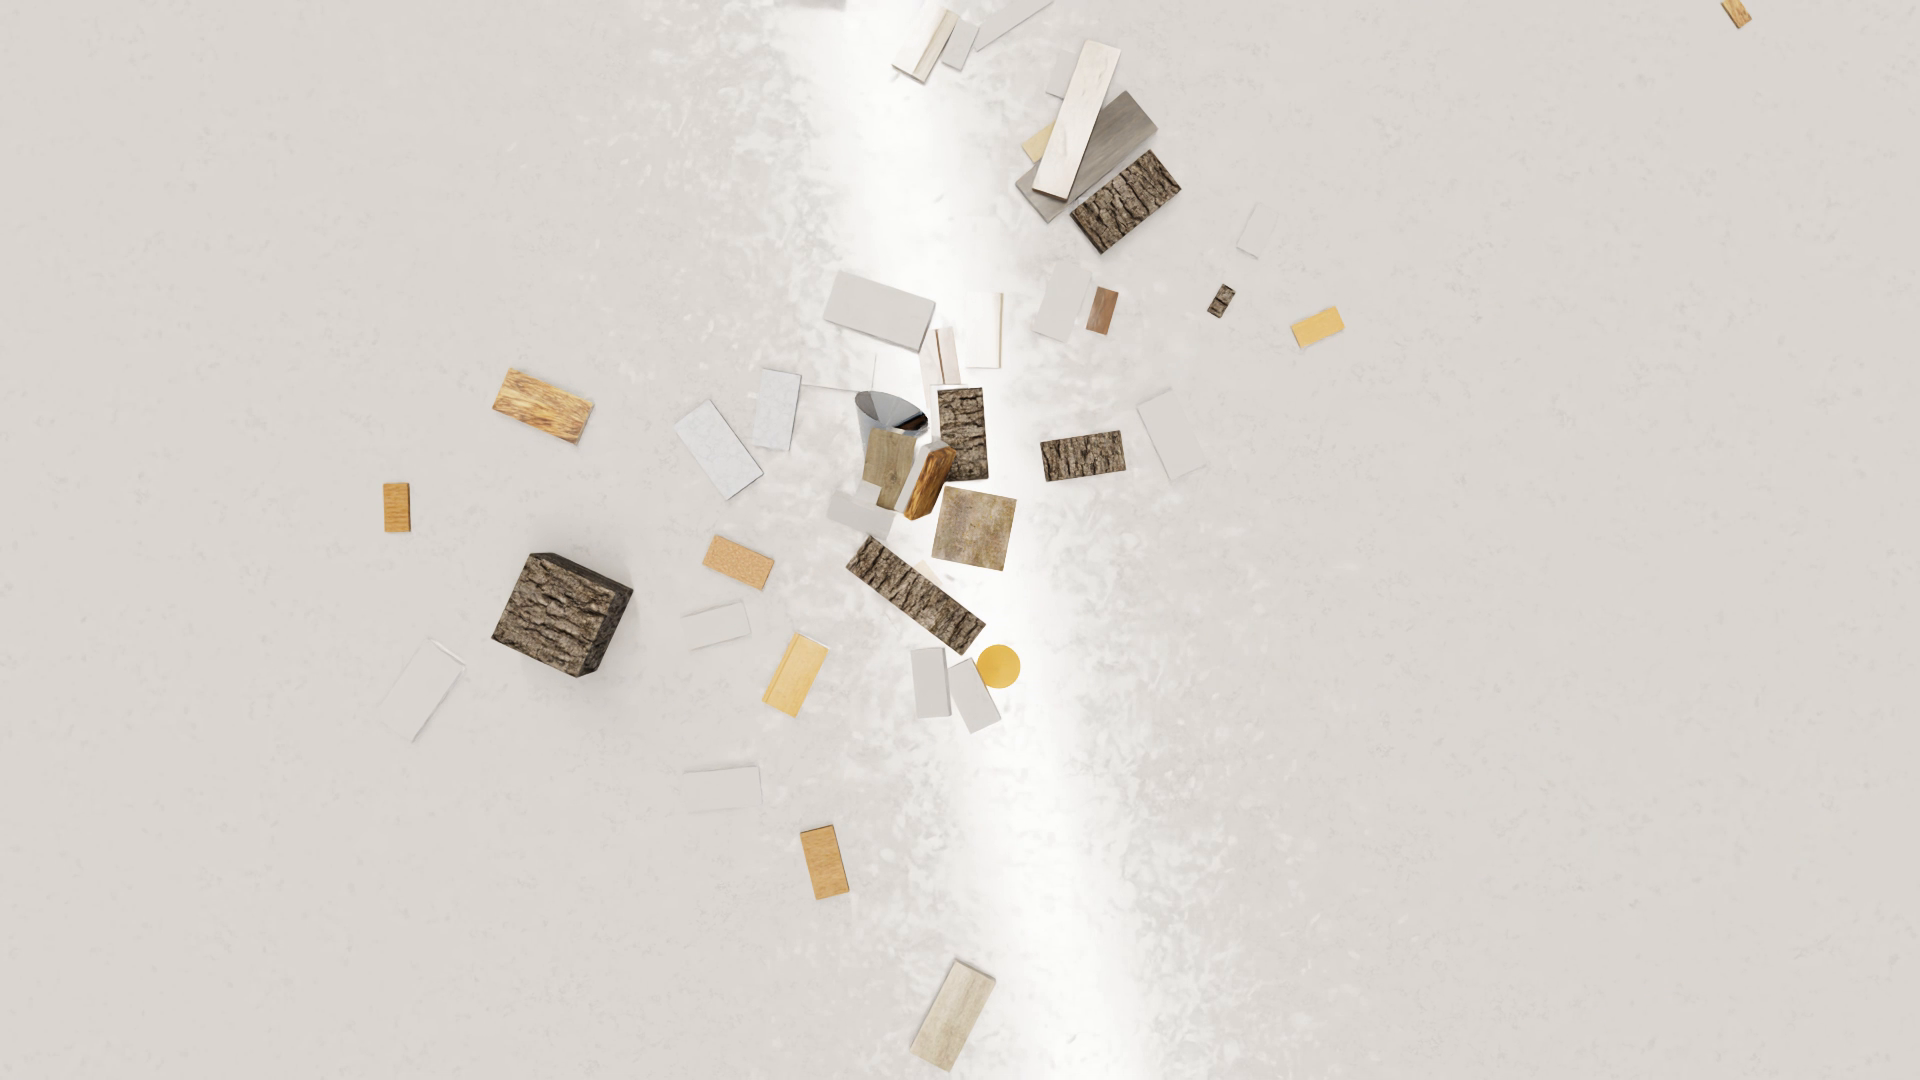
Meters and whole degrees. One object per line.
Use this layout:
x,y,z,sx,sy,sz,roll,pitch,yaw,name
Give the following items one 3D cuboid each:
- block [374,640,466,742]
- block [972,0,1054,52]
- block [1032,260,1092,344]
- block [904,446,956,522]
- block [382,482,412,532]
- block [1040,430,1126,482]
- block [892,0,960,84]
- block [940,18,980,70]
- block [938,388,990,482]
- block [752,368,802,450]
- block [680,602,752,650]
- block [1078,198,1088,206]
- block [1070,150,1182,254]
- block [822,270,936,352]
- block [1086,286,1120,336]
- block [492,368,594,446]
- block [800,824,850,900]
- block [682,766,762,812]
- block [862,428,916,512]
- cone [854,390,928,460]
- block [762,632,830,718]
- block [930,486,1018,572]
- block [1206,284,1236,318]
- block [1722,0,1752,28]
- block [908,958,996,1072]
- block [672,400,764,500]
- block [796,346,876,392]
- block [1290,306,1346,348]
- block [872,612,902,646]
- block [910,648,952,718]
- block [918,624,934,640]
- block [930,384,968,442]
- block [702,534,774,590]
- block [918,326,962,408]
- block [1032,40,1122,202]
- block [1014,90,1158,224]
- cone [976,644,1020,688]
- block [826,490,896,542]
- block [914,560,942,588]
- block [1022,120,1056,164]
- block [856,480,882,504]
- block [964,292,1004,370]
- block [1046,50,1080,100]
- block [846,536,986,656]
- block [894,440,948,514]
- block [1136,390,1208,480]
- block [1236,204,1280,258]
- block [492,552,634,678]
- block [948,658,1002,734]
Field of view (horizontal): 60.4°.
-1.793,0.501,5.479,0.152,0.043,0.303,35,90,0,block
0.166,-1.739,5.490,0.307,0.019,0.068,-33,90,0,block
0.338,-0.791,5.482,0.124,0.035,0.248,20,90,0,block
-0.098,-0.184,5.389,0.035,0.122,0.244,34,119,21,block
-1.874,-0.108,5.489,0.081,0.023,0.161,-2,90,0,block
0.409,-0.278,5.481,0.268,0.038,0.134,-9,90,0,block
-0.114,-1.658,5.482,0.124,0.035,0.248,29,90,0,block
0.000,-1.646,5.476,0.075,0.021,0.150,25,98,5,block
0.011,-0.346,5.426,0.149,0.042,0.299,-4,101,-1,block
-0.607,-0.432,5.462,0.126,0.036,0.253,10,99,0,block
-0.812,0.286,5.485,0.215,0.030,0.108,-15,90,0,block
0.467,-1.103,5.490,0.148,0.021,0.074,-1,90,0,block
0.548,-1.119,5.456,0.339,0.048,0.170,-39,94,-5,block
-0.266,-0.759,5.456,0.339,0.048,0.170,19,90,7,block
0.473,-0.762,5.490,0.074,0.021,0.148,16,90,0,block
-1.383,-0.444,5.479,0.299,0.042,0.149,23,90,0,block
-0.450,1.071,5.484,0.113,0.032,0.227,-14,90,0,block
-0.789,0.826,5.482,0.253,0.036,0.126,-6,90,0,block
-0.238,-0.226,5.381,0.149,0.042,0.299,13,134,0,block
-0.266,-0.318,5.443,0.255,0.255,0.255,22,117,0,cone
-0.546,0.448,5.482,0.126,0.036,0.253,26,90,0,block
0.044,-0.037,5.382,0.237,0.237,0.237,11,90,0,block
0.871,-0.795,5.493,0.052,0.015,0.103,30,90,0,block
2.586,-1.760,5.493,0.052,0.015,0.104,-34,90,0,block
-0.025,1.579,5.479,0.152,0.043,0.337,27,90,0,block
-0.802,-0.298,5.479,0.152,0.043,0.303,-36,90,0,block
-0.414,-0.567,5.482,0.255,0.036,0.127,7,90,0,block
1.190,-0.708,5.489,0.161,0.023,0.081,-25,90,0,block
-0.243,0.299,5.492,0.054,0.015,0.107,-36,90,0,block
-0.095,0.473,5.464,0.113,0.032,0.227,-6,90,21,block
-0.082,0.285,5.492,0.107,0.015,0.054,-23,90,0,block
-0.033,-0.387,5.457,0.127,0.036,0.255,-2,101,-1,block
-0.737,0.075,5.485,0.215,0.030,0.108,24,90,0,block
-0.068,-0.573,5.482,0.127,0.036,0.255,-9,90,0,block
0.385,-1.384,5.438,0.122,0.035,0.533,20,86,7,block
0.420,-1.271,5.476,0.477,0.048,0.170,-40,90,0,block
0.129,0.422,5.425,0.149,0.149,0.149,0,90,0,cone
-0.328,-0.081,5.452,0.215,0.030,0.108,22,133,0,block
-0.111,0.122,5.492,0.054,0.015,0.107,-39,90,0,block
0.286,-1.327,5.489,0.150,0.021,0.075,-36,90,0,block
-0.312,-0.130,5.440,0.074,0.021,0.148,21,134,-1,block
0.082,-0.696,5.482,0.124,0.035,0.248,2,90,0,block
0.346,-1.548,5.489,0.075,0.021,0.150,20,90,0,block
-0.146,0.185,5.466,0.487,0.038,0.134,37,90,0,block
-0.125,-0.206,5.395,0.035,0.122,0.244,34,115,21,block
0.703,-0.349,5.481,0.134,0.038,0.268,-25,90,0,block
0.991,-1.029,5.489,0.081,0.023,0.161,26,90,0,block
-1.283,0.239,5.351,0.298,0.298,0.298,25,90,0,block
0.038,0.517,5.474,0.113,0.032,0.227,-26,90,10,block
